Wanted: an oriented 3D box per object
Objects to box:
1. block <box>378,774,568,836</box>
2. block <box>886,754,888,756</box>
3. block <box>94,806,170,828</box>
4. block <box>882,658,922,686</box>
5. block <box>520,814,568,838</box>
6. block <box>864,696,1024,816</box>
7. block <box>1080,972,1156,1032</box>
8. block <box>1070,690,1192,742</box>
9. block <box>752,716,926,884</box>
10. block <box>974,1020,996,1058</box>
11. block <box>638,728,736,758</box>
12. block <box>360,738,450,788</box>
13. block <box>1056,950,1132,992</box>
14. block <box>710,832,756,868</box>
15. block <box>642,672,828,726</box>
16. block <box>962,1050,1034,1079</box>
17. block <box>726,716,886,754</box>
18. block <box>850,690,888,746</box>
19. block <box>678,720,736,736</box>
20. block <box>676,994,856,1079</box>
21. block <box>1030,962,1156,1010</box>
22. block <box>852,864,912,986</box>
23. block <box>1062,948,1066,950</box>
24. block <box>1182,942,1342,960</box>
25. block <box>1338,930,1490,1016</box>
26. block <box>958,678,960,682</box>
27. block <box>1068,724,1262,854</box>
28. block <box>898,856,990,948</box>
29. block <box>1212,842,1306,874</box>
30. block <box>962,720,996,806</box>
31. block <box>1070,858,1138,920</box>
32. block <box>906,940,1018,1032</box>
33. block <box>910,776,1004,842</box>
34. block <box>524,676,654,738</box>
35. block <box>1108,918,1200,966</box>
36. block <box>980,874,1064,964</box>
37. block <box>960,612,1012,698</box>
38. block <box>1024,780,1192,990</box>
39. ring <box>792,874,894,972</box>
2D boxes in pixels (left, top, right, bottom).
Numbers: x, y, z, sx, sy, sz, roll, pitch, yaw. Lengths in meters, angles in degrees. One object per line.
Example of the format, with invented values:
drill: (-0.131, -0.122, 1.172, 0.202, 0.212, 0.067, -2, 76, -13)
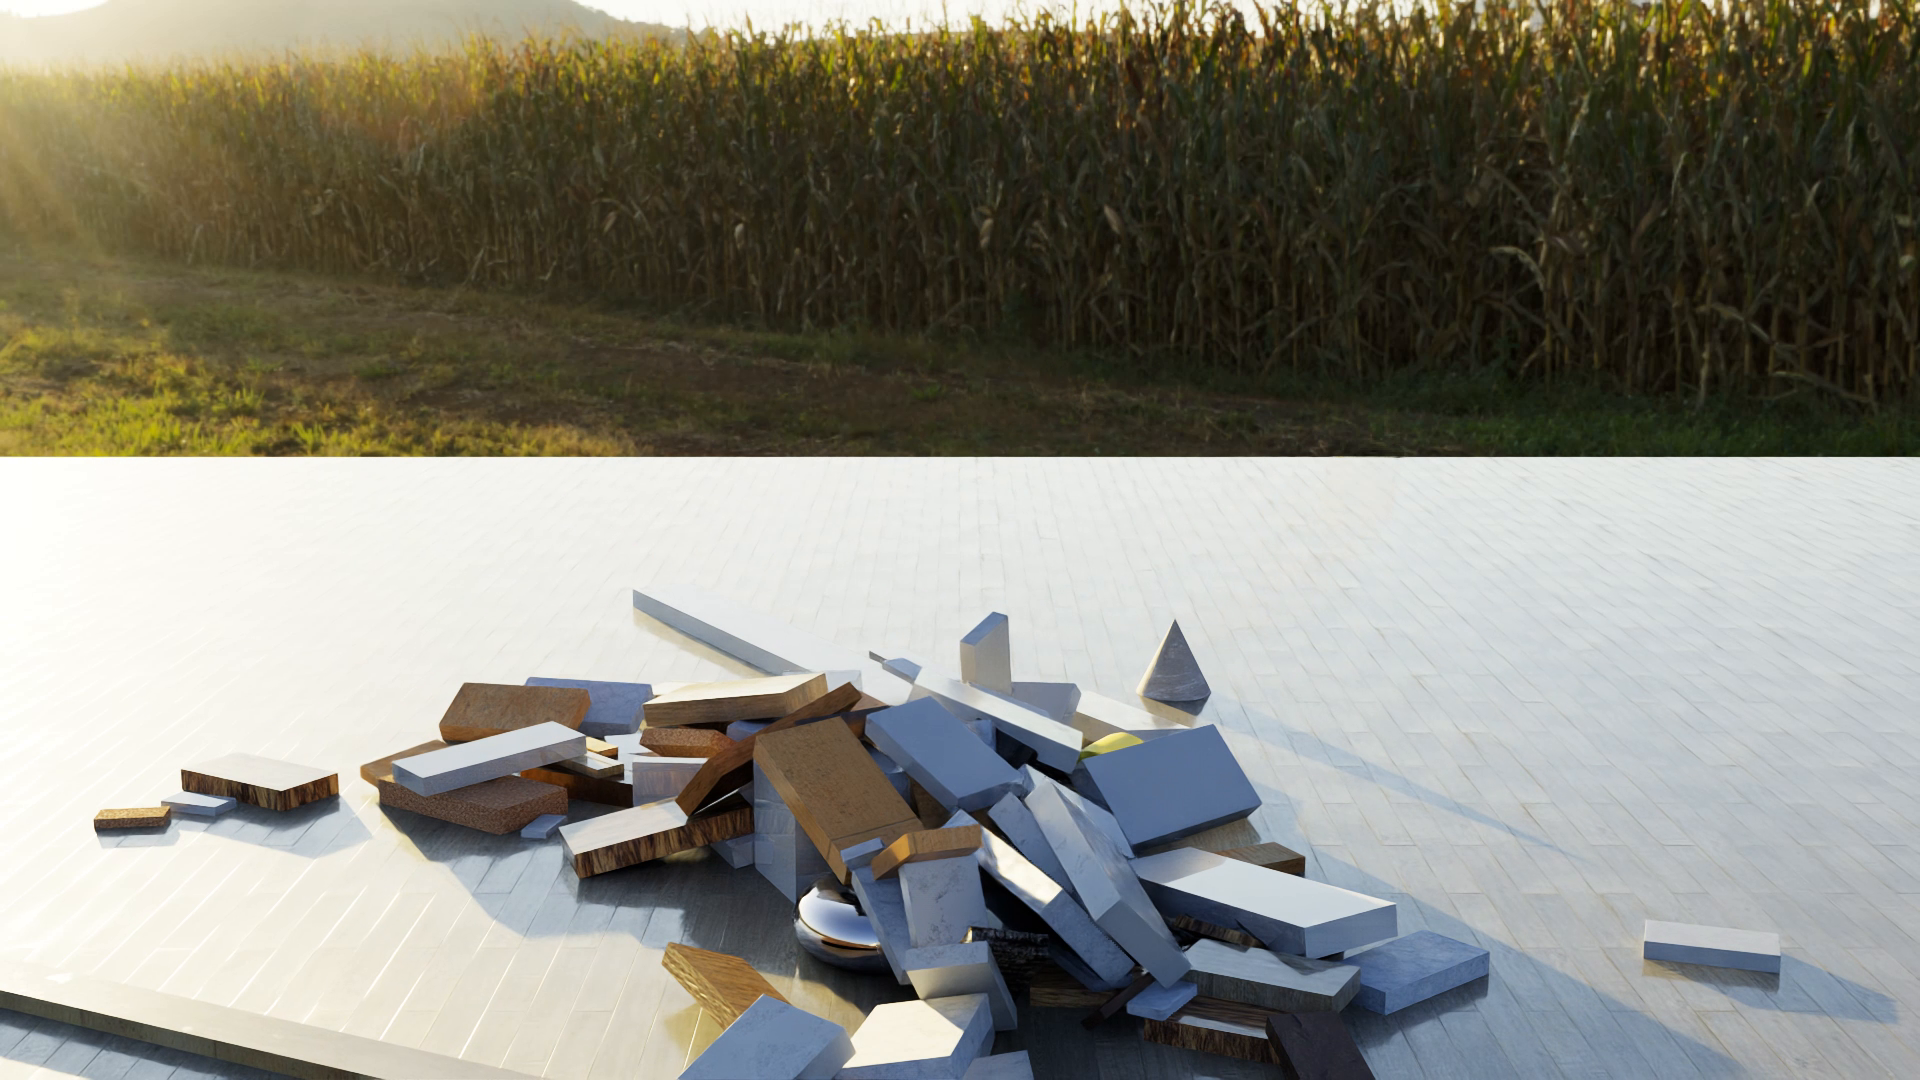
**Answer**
block: (-0.916, 0.480, 4.132, 0.334, 0.047, 0.167, 8, 13, 35)
block: (-0.043, 0.367, 4.134, 0.132, 0.037, 0.264, -10, 9, 13)
block: (-1.524, 0.511, 4.049, 0.123, 0.017, 0.062, -2, 11, -8)
block: (-0.044, 0.318, 4.740, 0.058, 0.016, 0.327, -11, 24, -40)
block: (-0.756, 0.521, 4.002, 0.049, 0.014, 0.097, 2, 11, 13)
block: (-0.029, 0.357, 3.661, 0.133, 0.038, 0.266, -14, 35, -34)
block: (0.225, 0.654, 3.122, 0.112, 0.016, 0.056, -28, -12, -39)
block: (0.304, 0.378, 4.597, 0.172, 0.049, 0.344, 2, 9, -35)
block: (-0.190, 0.415, 3.540, 0.158, 0.045, 0.316, -11, 41, -31)
block: (-0.017, 0.680, 2.926, 0.108, 0.031, 0.217, -9, 1, 5)
block: (-0.501, 0.402, 4.220, 0.117, 0.033, 0.235, 34, -25, -35)
block: (-1.070, 0.442, 4.302, 0.090, 0.026, 0.180, 22, 28, 36)
block: (0.197, 0.632, 3.241, 0.063, 0.018, 0.127, -4, 11, -22)
block: (-0.294, 0.502, 3.900, 0.280, 0.040, 0.140, -15, 16, -22)
block: (-0.443, 0.316, 4.352, 0.329, 0.047, 0.164, -7, 7, 27)
block: (0.038, 0.677, 2.701, 0.108, 0.031, 0.217, -9, 1, -2)
block: (-0.268, 0.399, 4.244, 0.329, 0.047, 0.164, 13, 14, 18)
block: (-0.240, 0.366, 4.180, 0.135, 0.038, 0.269, 23, 30, 36)
block: (-0.347, 0.410, 4.357, 0.393, 0.047, 0.164, 12, 14, 16)
block: (-0.285, 0.687, 2.661, 0.154, 0.044, 0.308, 10, 40, 44)
block: (0.206, 0.657, 3.233, 0.197, 0.028, 0.099, 1, 11, 6)
block: (-0.073, 0.564, 3.274, 0.112, 0.032, 0.223, -7, 36, -21)
block: (0.110, 0.616, 3.459, 0.092, 0.026, 0.184, -2, 11, -9)
block: (0.464, 0.628, 3.369, 0.246, 0.035, 0.123, -10, 14, -42)
block: (0.665, 0.644, 3.285, 0.247, 0.035, 0.123, -9, 14, -40)
block: (-0.028, 0.367, 4.503, 0.092, 0.026, 0.184, -12, 42, -4)
block: (0.374, 0.450, 3.976, 0.354, 0.177, 0.050, -10, -30, -42)
block: (-0.014, 0.575, 3.183, 0.112, 0.223, 0.032, -4, -20, -20)
block: (0.490, 0.557, 3.776, 0.185, 0.026, 0.092, -5, 12, -27)
block: (-0.007, 0.443, 3.753, 0.133, 0.266, 0.038, -5, -23, 11)
block: (0.226, 0.568, 3.457, 0.119, 0.034, 0.239, -31, 2, 3)
block: (0.004, 0.614, 3.001, 0.110, 0.220, 0.031, -8, 53, 8)
block: (-0.003, 0.479, 3.654, 0.133, 0.266, 0.038, -4, -31, -20)
block: (-0.809, 0.356, 4.679, 0.282, 0.040, 0.141, 2, 33, 13)
block: (0.277, 0.628, 3.391, 0.184, 0.026, 0.092, -8, 13, -36)
block: (0.050, 0.561, 3.325, 0.112, 0.032, 0.223, 25, 6, -39)
block: (0.053, 0.273, 4.289, 0.034, 0.241, 0.121, 16, 36, 30)
block: (0.214, 0.501, 3.239, 0.049, 0.173, 0.346, -42, 27, 4)
ring: (-0.108, 0.587, 3.413, 0.305, 0.102, 0.305, 1, 10, 0)
